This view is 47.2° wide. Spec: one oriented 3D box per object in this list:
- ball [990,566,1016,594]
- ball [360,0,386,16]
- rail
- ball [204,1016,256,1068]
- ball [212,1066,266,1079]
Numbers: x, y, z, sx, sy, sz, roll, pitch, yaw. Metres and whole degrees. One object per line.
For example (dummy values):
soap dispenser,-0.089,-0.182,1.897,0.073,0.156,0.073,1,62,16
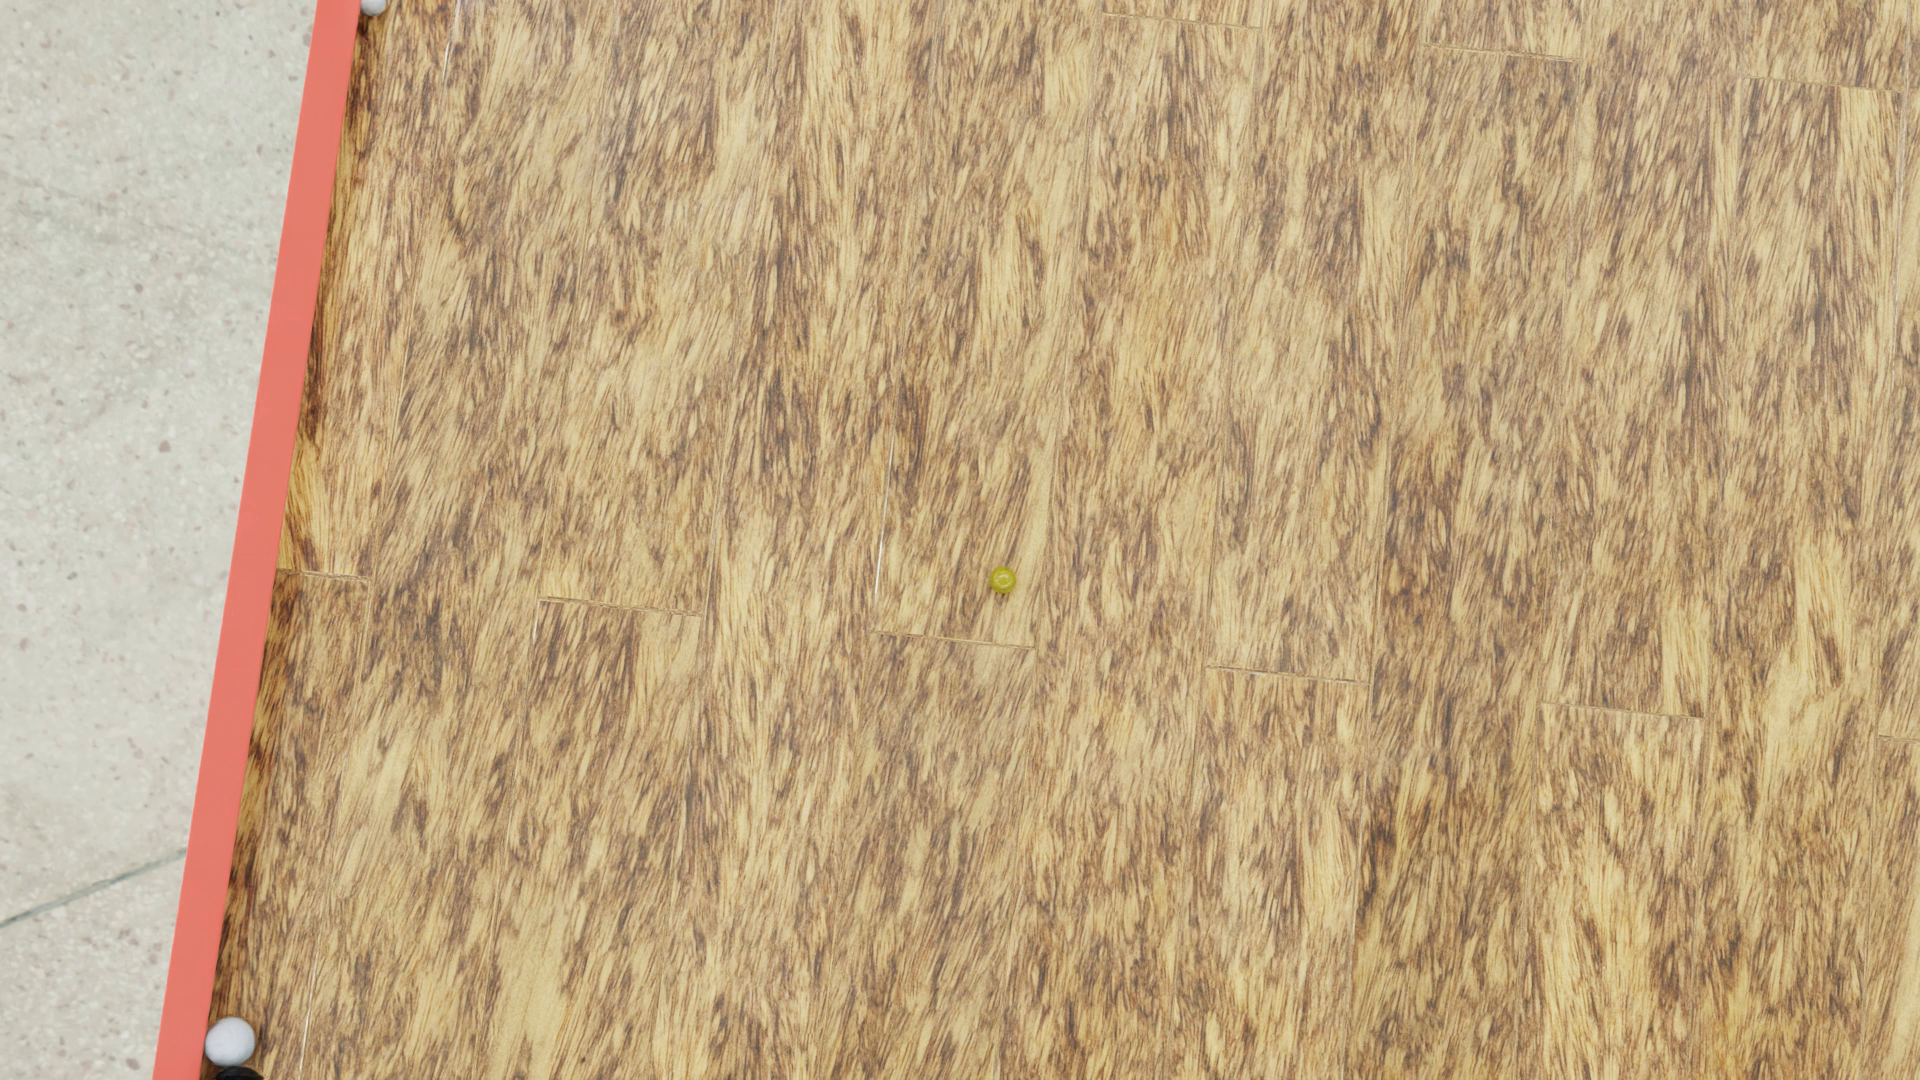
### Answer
ball,0.064,0.059,3.273,0.041,0.041,0.041,0,82,0
ball,-0.910,-0.834,3.399,0.047,0.047,0.047,0,82,0
rail,-1.014,-0.109,3.256,0.045,0.120,2.295,6,82,1
ball,-1.050,0.722,3.163,0.071,0.071,0.071,0,82,0
ball,-1.032,0.800,3.141,0.093,0.093,0.093,0,82,0
